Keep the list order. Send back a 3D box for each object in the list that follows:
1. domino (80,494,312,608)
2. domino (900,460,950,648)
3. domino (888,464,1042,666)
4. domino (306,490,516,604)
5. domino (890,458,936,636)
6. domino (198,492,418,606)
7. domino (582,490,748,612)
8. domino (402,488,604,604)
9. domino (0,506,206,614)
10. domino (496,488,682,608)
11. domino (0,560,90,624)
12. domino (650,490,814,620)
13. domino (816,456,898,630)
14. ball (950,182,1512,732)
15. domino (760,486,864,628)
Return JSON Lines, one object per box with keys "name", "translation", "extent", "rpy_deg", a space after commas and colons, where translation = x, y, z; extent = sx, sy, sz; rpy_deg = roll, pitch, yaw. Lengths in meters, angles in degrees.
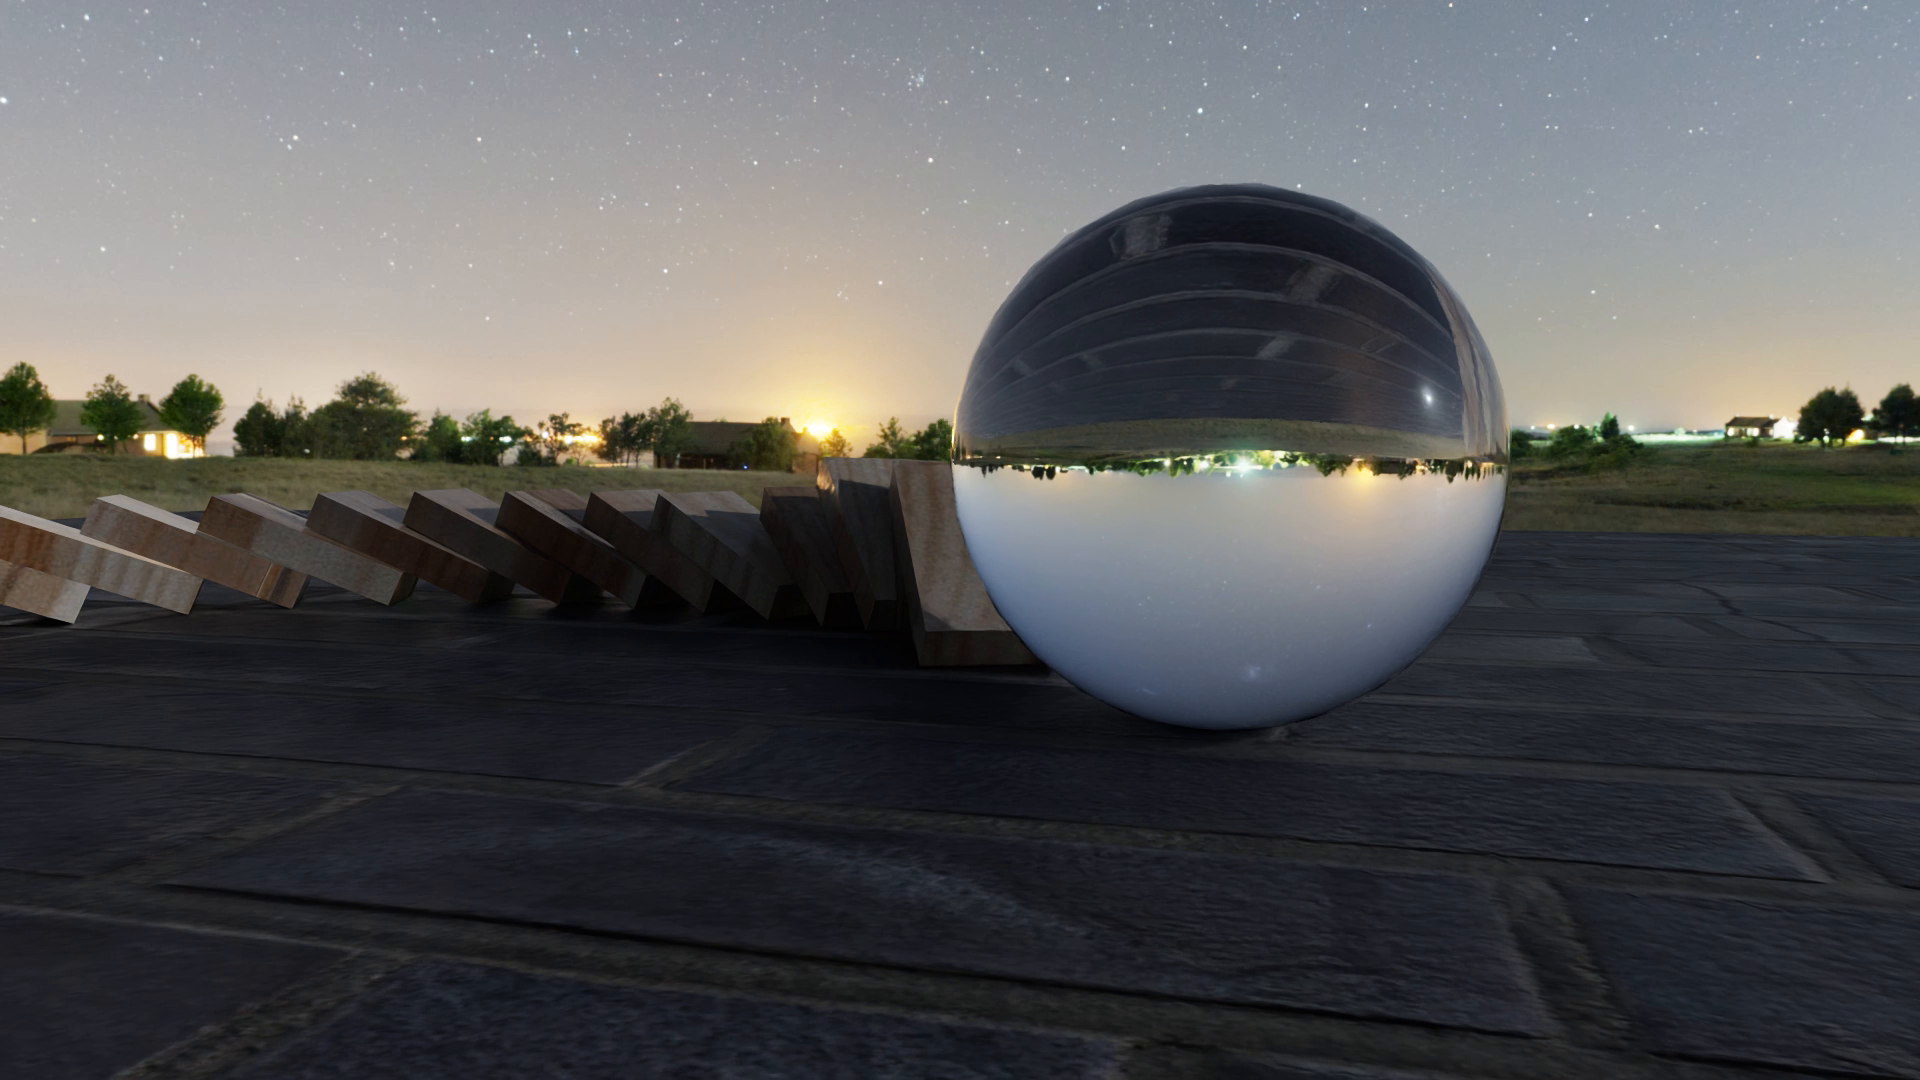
{"name": "domino", "translation": [-0.196, 0.003, 0.334], "extent": [0.050, 0.009, 0.025], "rpy_deg": [25, -5, -21]}
{"name": "domino", "translation": [0.001, 0.002, 0.277], "extent": [0.025, 0.009, 0.050], "rpy_deg": [2, 41, -10]}
{"name": "domino", "translation": [0.001, 0.004, 0.261], "extent": [0.025, 0.009, 0.050], "rpy_deg": [0, 41, -12]}
{"name": "domino", "translation": [-0.149, 0.001, 0.353], "extent": [0.050, 0.009, 0.025], "rpy_deg": [25, 4, -1]}
{"name": "domino", "translation": [-0.002, 0.001, 0.293], "extent": [0.025, 0.010, 0.050], "rpy_deg": [3, 40, -9]}
{"name": "domino", "translation": [-0.173, 0.002, 0.346], "extent": [0.050, 0.010, 0.025], "rpy_deg": [24, 0, -11]}
{"name": "domino", "translation": [-0.075, 0.002, 0.344], "extent": [0.050, 0.009, 0.025], "rpy_deg": [31, 20, 28]}
{"name": "domino", "translation": [-0.124, 0.001, 0.354], "extent": [0.050, 0.009, 0.025], "rpy_deg": [26, 9, 8]}
{"name": "domino", "translation": [-0.217, 0.005, 0.320], "extent": [0.050, 0.009, 0.025], "rpy_deg": [23, -7, -27]}
{"name": "domino", "translation": [-0.099, 0.001, 0.352], "extent": [0.050, 0.010, 0.025], "rpy_deg": [28, 14, 18]}
{"name": "domino", "translation": [-0.233, 0.006, 0.294], "extent": [0.025, 0.009, 0.050], "rpy_deg": [5, -17, 39]}
{"name": "domino", "translation": [-0.055, 0.003, 0.332], "extent": [0.050, 0.010, 0.025], "rpy_deg": [33, 23, 33]}
{"name": "domino", "translation": [-0.016, 0.000, 0.306], "extent": [0.025, 0.010, 0.050], "rpy_deg": [0, 42, -24]}
{"name": "ball", "translation": [0.038, -0.012, 0.191], "extent": [0.080, 0.080, 0.080], "rpy_deg": [0, 4, 0]}
{"name": "domino", "translation": [-0.030, 0.003, 0.320], "extent": [0.025, 0.009, 0.050], "rpy_deg": [-2, 32, -27]}
